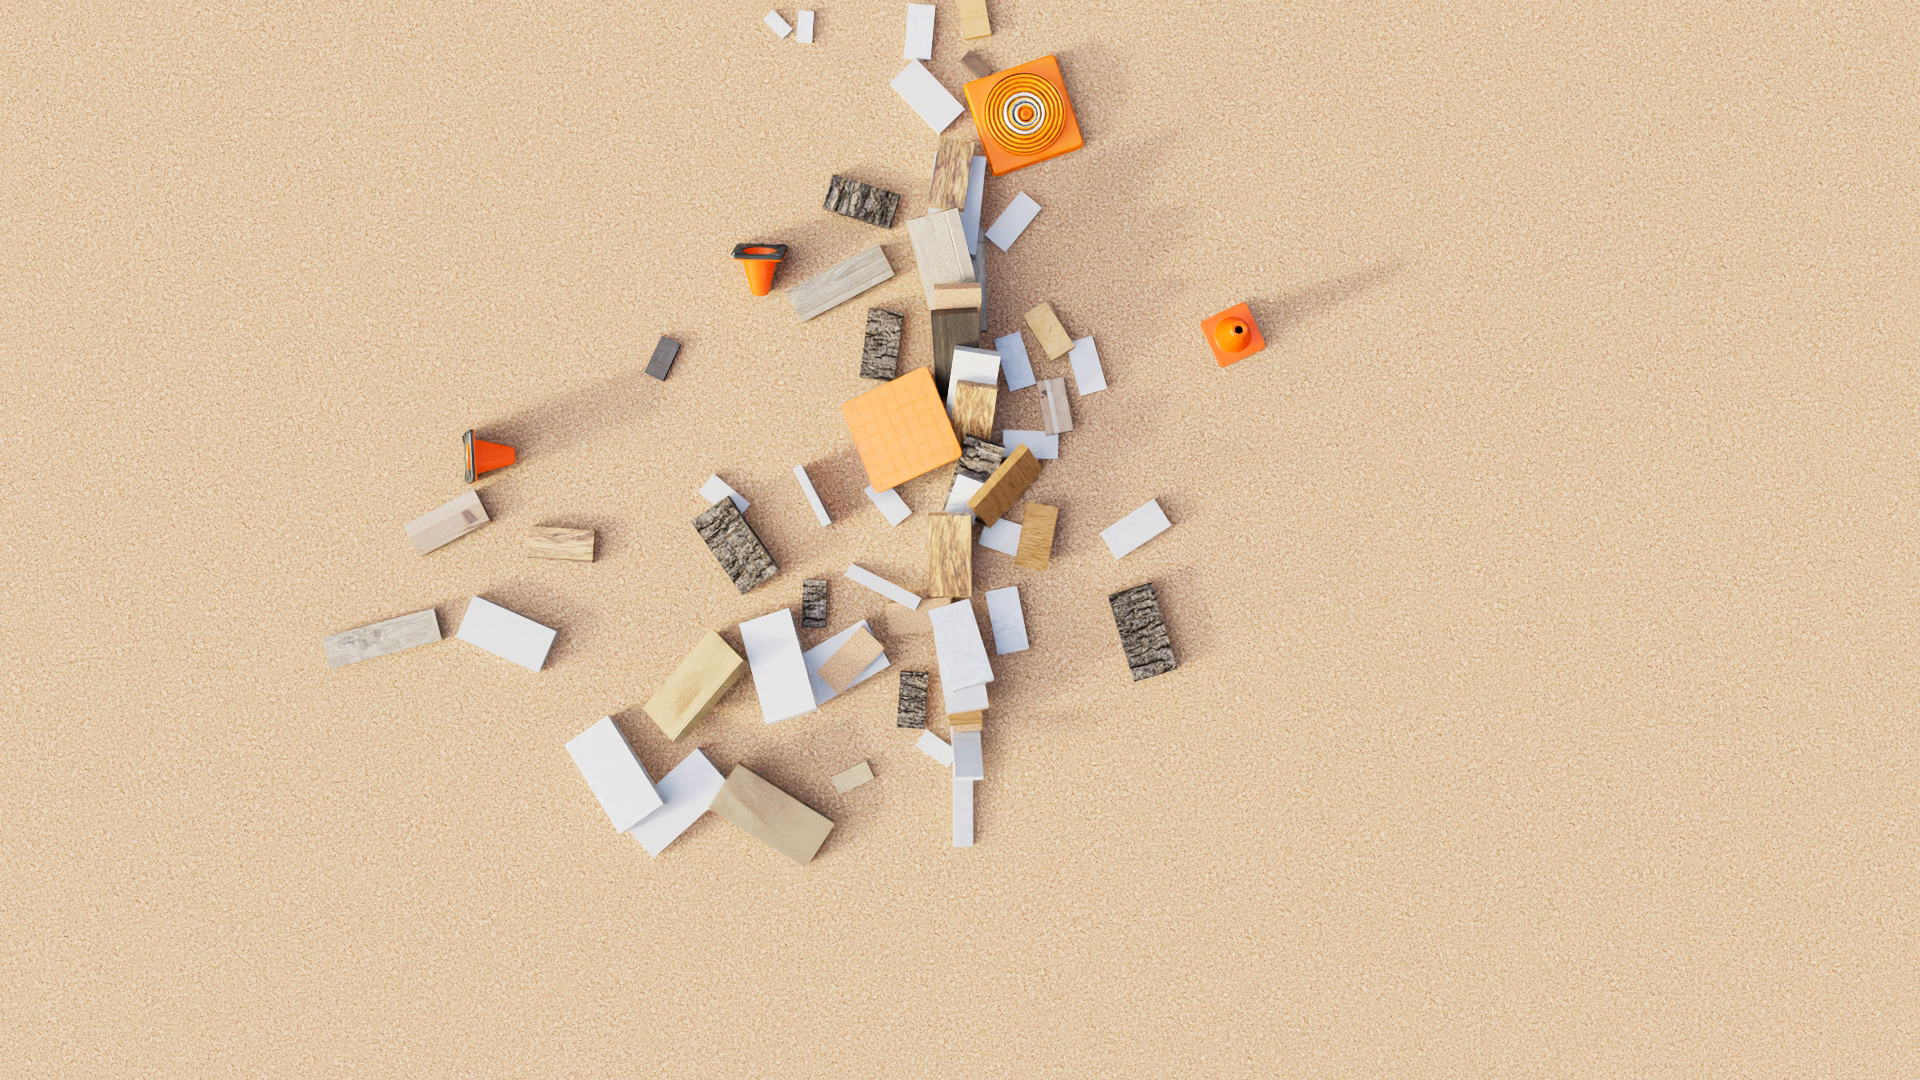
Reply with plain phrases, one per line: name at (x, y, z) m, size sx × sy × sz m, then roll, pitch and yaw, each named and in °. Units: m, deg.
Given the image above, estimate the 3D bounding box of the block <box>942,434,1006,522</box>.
block at (0.046, -0.203, 5.439) m, size 0.134 × 0.038 × 0.268 m, roll 18°, pitch 109°, yaw 0°

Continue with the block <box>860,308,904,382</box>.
block at (-0.260, -0.648, 5.483) m, size 0.117 × 0.033 × 0.233 m, roll 8°, pitch 90°, yaw 0°

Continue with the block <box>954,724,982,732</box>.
block at (0.016, 0.539, 5.462) m, size 0.094 × 0.027 × 0.187 m, roll -6°, pitch 75°, yaw 0°

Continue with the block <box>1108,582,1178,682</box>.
block at (0.606, 0.306, 5.479) m, size 0.149 × 0.042 × 0.298 m, roll -17°, pitch 90°, yaw 0°

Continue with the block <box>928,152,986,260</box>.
block at (-0.016, -1.102, 5.441) m, size 0.171 × 0.048 × 0.341 m, roll 6°, pitch 79°, yaw 1°

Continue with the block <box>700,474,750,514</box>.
block at (-0.783, -0.140, 5.489) m, size 0.158 × 0.022 × 0.079 m, roll 39°, pitch 90°, yaw 0°

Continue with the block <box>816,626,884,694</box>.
block at (-0.360, 0.395, 5.435) m, size 0.107 × 0.030 × 0.214 m, roll 44°, pitch 90°, yaw 0°

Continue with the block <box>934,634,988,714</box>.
block at (0.003, 0.425, 5.428) m, size 0.139 × 0.039 × 0.278 m, roll -9°, pitch 75°, yaw -1°

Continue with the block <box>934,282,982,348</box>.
block at (-0.006, -0.693, 5.395) m, size 0.151 × 0.043 × 0.302 m, roll -2°, pitch 124°, yaw -1°

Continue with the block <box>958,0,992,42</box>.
block at (0.043, -1.759, 5.487) m, size 0.089 × 0.025 × 0.178 m, roll -11°, pitch 90°, yaw 0°

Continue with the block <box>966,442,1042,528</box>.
block at (0.149, -0.177, 5.419) m, size 0.268 × 0.134 × 0.038 m, roll -48°, pitch 52°, yaw -7°

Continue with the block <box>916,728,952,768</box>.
block at (-0.076, 0.694, 5.491) m, size 0.130 × 0.018 × 0.065 m, roll 35°, pitch 90°, yaw 0°

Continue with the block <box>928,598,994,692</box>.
block at (0.004, 0.346, 5.409) m, size 0.139 × 0.039 × 0.278 m, roll -17°, pitch 75°, yaw -3°

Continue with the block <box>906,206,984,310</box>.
block at (-0.047, -0.895, 5.373) m, size 0.171 × 0.048 × 0.341 m, roll -13°, pitch 106°, yaw 7°

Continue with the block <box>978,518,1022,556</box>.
block at (0.177, -0.003, 5.485) m, size 0.209 × 0.030 × 0.104 m, roll 19°, pitch 90°, yaw 0°

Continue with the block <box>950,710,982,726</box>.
block at (0.012, 0.500, 5.443) m, size 0.107 × 0.030 × 0.214 m, roll -4°, pitch 75°, yaw 0°

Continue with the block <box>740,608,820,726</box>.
block at (-0.595, 0.417, 5.425) m, size 0.174 × 0.049 × 0.348 m, roll -18°, pitch 75°, yaw 3°

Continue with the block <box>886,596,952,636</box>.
block at (-0.132, 0.253, 5.485) m, size 0.214 × 0.030 × 0.107 m, roll -6°, pitch 90°, yaw 0°

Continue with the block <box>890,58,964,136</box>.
block at (-0.108, -1.472, 5.483) m, size 0.117 × 0.033 × 0.235 m, roll -44°, pitch 90°, yaw 0°

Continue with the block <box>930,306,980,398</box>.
block at (-0.011, -0.612, 5.398) m, size 0.151 × 0.043 × 0.302 m, roll -4°, pitch 124°, yaw 0°

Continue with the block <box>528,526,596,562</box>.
block at (-1.324, 0.015, 5.485) m, size 0.215 × 0.030 × 0.108 m, roll 4°, pitch 90°, yaw 0°

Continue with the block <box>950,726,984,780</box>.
block at (0.023, 0.698, 5.438) m, size 0.094 × 0.027 × 0.187 m, roll -1°, pitch 61°, yaw -8°

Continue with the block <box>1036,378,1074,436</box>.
block at (0.314, -0.442, 5.473) m, size 0.091 × 0.026 × 0.182 m, roll -10°, pitch 82°, yaw -2°

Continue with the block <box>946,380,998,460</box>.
block at (0.039, -0.387, 5.414) m, size 0.134 × 0.038 × 0.268 m, roll 8°, pitch 118°, yaw 0°

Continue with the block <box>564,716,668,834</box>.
block at (-1.136, 0.773, 5.445) m, size 0.175 × 0.049 × 0.349 m, roll -35°, pitch 80°, yaw 1°

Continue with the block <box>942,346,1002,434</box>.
block at (0.038, -0.481, 5.410) m, size 0.151 × 0.043 × 0.302 m, roll 9°, pitch 118°, yaw 0°

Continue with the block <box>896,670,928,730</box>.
block at (-0.157, 0.533, 5.487) m, size 0.094 × 0.027 × 0.187 m, roll 4°, pitch 90°, yaw 0°

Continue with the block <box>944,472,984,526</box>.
block at (0.010, -0.109, 5.437) m, size 0.104 × 0.030 × 0.209 m, roll 20°, pitch 109°, yaw -1°

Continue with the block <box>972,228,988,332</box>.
block at (0.000, -0.861, 5.476) m, size 0.171 × 0.048 × 0.341 m, roll -1°, pitch 90°, yaw 0°

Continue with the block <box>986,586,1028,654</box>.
block at (0.157, 0.267, 5.485) m, size 0.107 × 0.030 × 0.213 m, roll -11°, pitch 90°, yaw 0°
